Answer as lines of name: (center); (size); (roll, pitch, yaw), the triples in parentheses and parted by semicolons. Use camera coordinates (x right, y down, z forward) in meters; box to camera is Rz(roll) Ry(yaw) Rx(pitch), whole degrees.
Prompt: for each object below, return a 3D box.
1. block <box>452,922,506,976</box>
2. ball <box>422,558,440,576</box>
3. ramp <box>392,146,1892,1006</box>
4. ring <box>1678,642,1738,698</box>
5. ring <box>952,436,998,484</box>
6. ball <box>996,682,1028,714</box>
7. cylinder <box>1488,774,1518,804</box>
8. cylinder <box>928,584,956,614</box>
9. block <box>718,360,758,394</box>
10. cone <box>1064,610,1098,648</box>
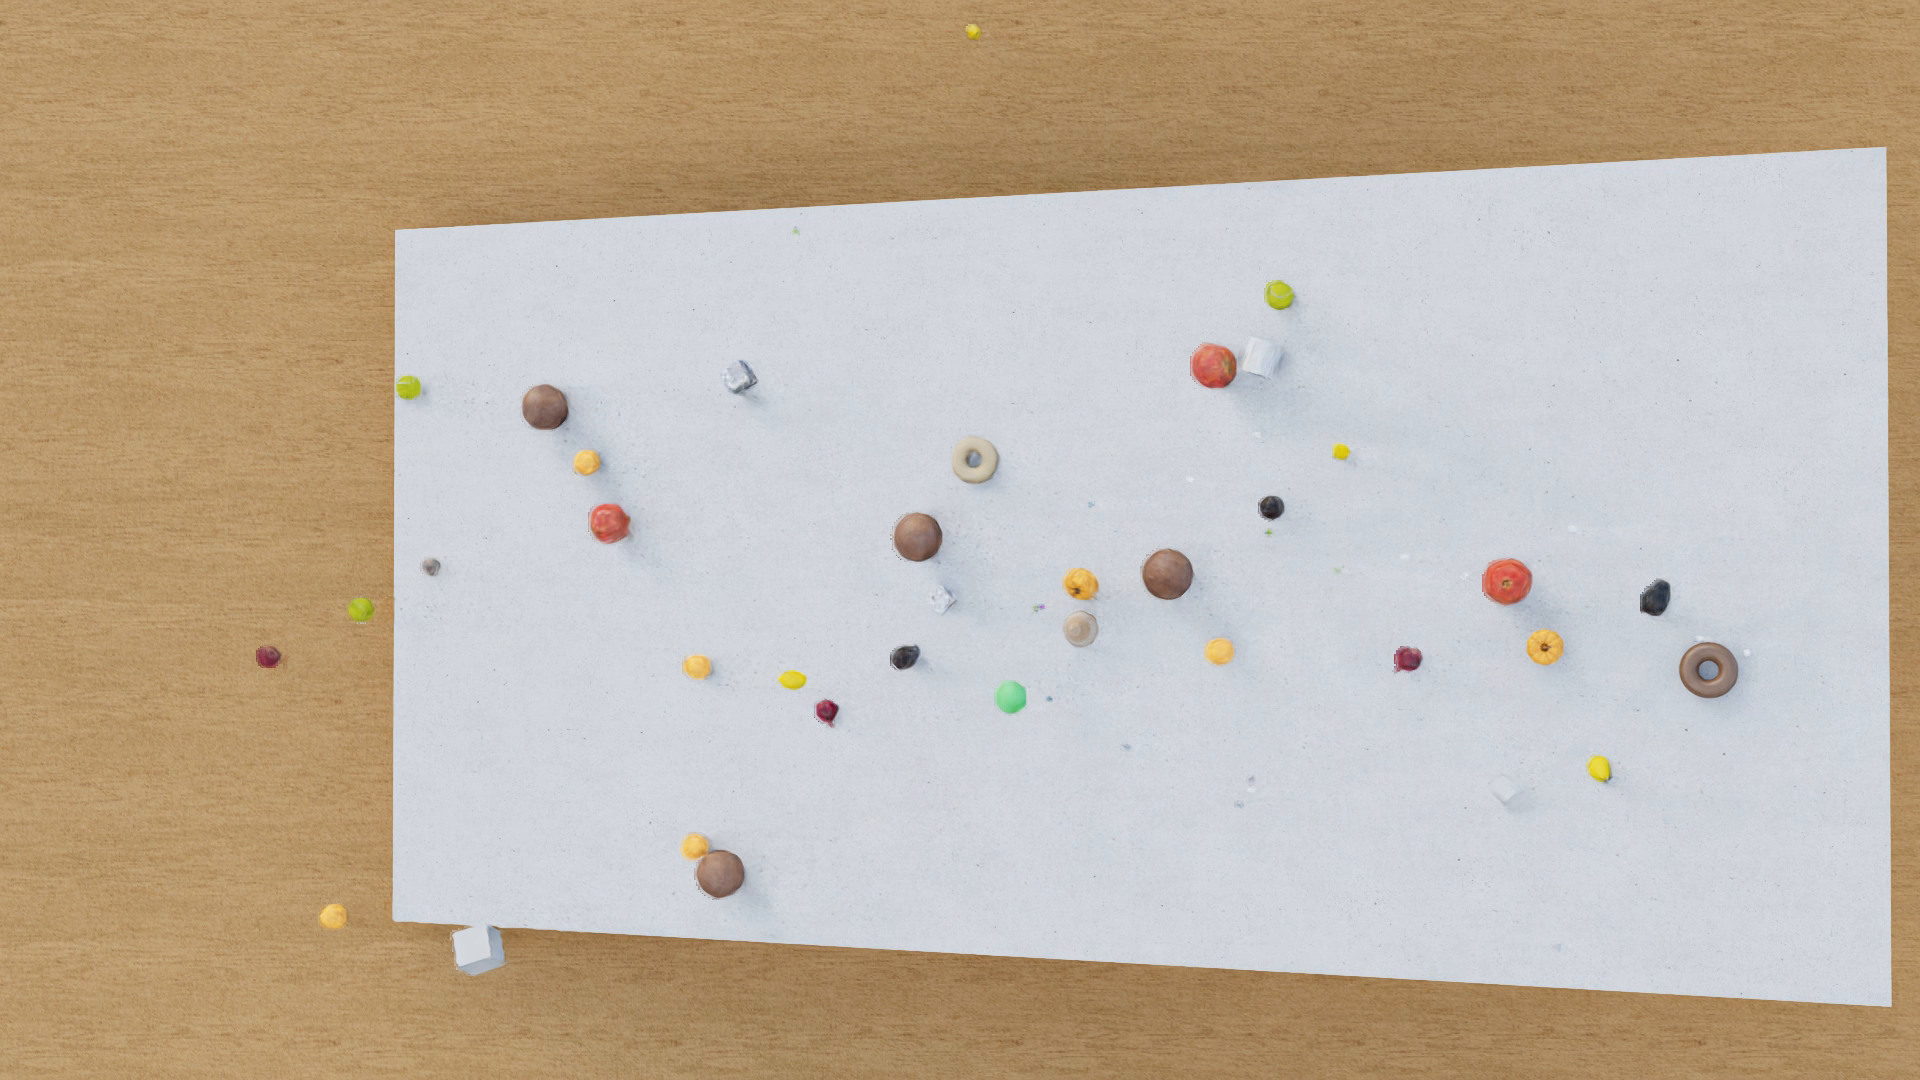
block: (-1.346, 1.145, 6.156); (0.100, 0.100, 0.100); (-19, 63, 5)
ball: (-1.514, 0.076, 6.299); (0.050, 0.050, 0.050); (0, 89, 0)
ramp: (0.277, 0.092, 5.788); (4.000, 0.100, 2.000); (0, 89, 18)
ring: (1.776, 0.309, 5.216); (0.135, 0.045, 0.135); (0, 90, 18)
ring: (0.039, -0.210, 5.797); (0.126, 0.042, 0.126); (0, 89, 17)
ball: (0.132, 0.403, 5.631); (0.082, 0.082, 0.082); (0, 89, 0)
cylinder: (1.323, 0.605, 5.356); (0.053, 0.053, 0.053); (-42, 77, -1)
cylinder: (-0.049, 0.156, 5.813); (0.054, 0.054, 0.054); (-43, 89, 13)
block: (-0.604, -0.444, 5.999); (0.065, 0.065, 0.065); (-32, 80, 15)
cone: (0.299, 0.231, 5.677); (0.095, 0.095, 0.095); (0, 89, 18)
